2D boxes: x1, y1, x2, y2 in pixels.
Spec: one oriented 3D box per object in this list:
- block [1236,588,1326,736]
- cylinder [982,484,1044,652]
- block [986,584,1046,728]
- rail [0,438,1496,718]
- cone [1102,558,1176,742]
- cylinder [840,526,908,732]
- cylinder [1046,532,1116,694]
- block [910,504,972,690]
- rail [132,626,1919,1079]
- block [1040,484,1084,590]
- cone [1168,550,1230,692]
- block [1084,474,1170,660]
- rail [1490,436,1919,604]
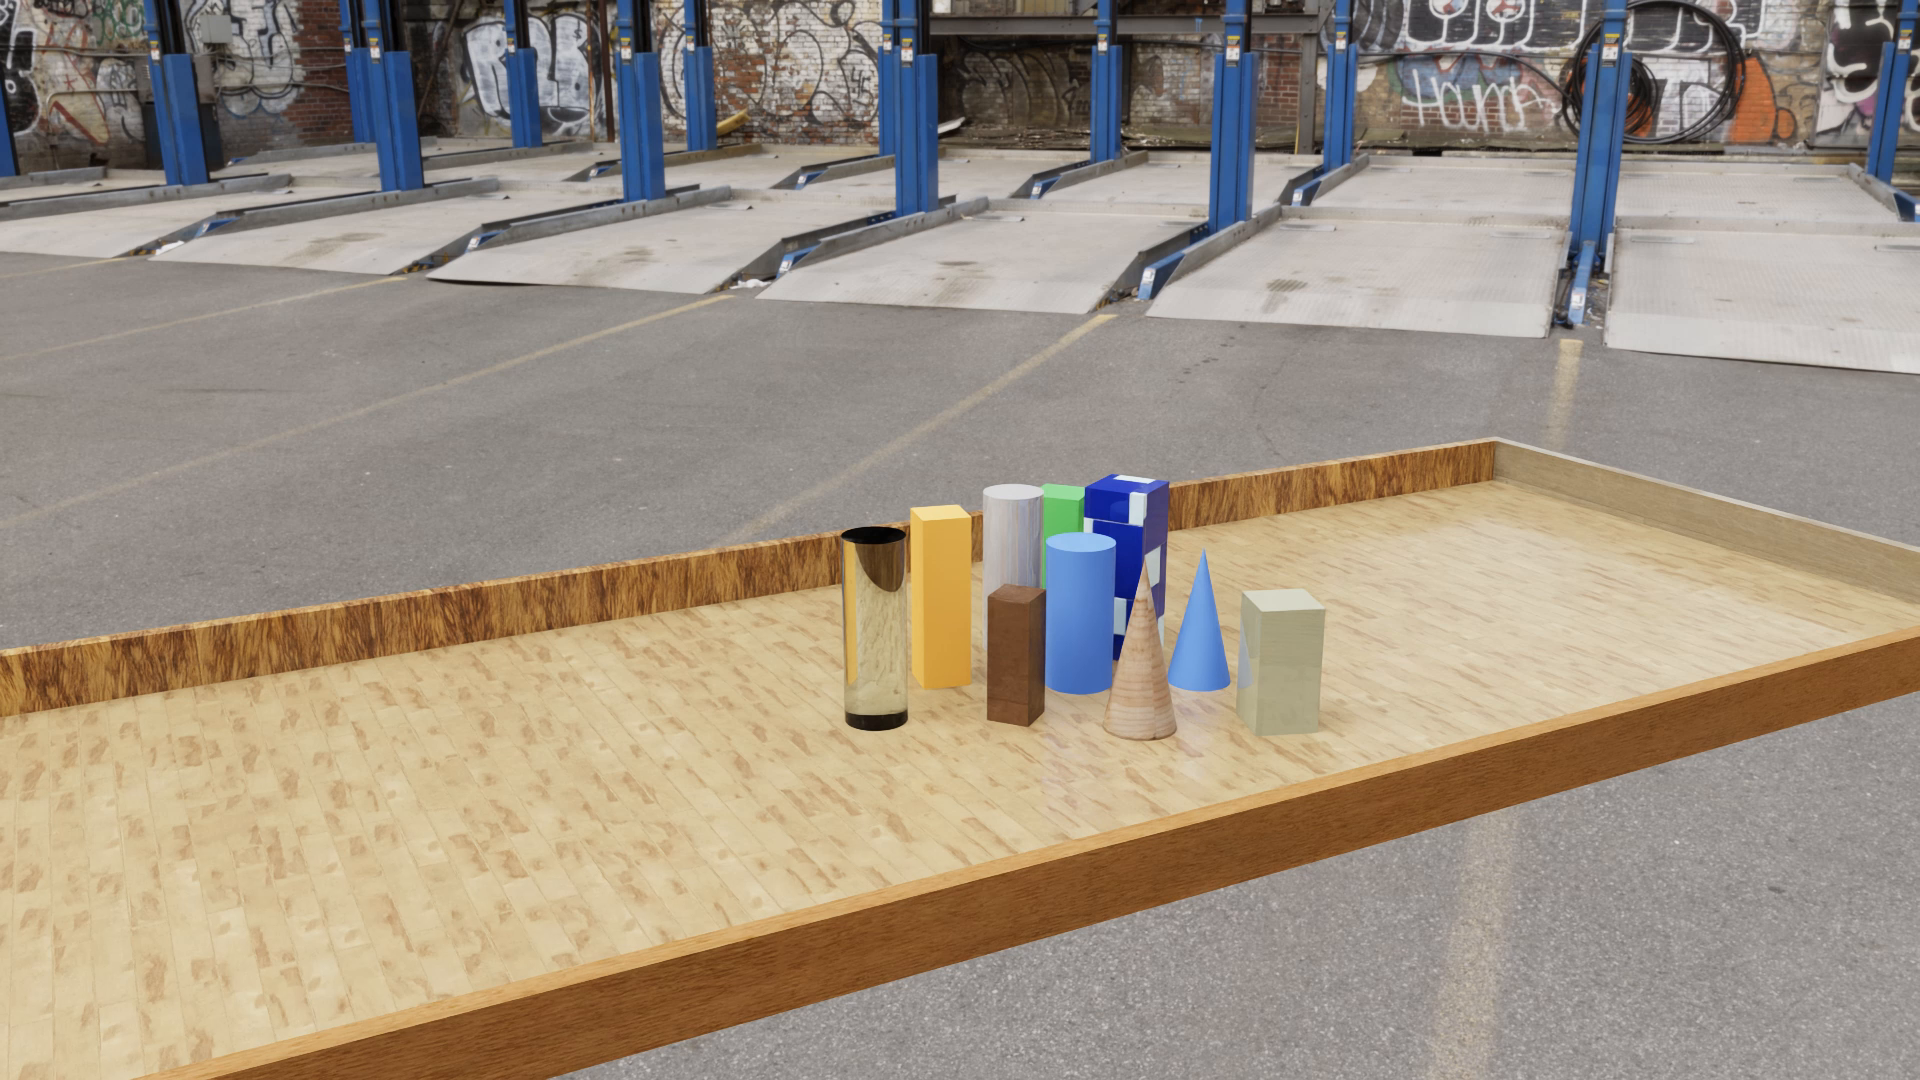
[{"bbox_3d":[0.746,0.284,3.849,0.150,0.304,0.150,-2,17,-8],"label":"block"},{"bbox_3d":[0.139,0.078,4.334,0.159,0.425,0.159,0,16,0],"label":"cylinder"},{"bbox_3d":[0.133,0.271,3.885,0.105,0.309,0.105,7,18,24],"label":"block"},{"bbox_3d":[-3.305,0.497,3.399,12.000,0.150,0.050,-9,18,-27],"label":"rail"},{"bbox_3d":[0.421,0.239,3.808,0.175,0.414,0.175,0,16,0],"label":"cone"},{"bbox_3d":[-0.198,0.206,3.848,0.150,0.453,0.150,0,16,0],"label":"cylinder"},{"bbox_3d":[0.296,0.181,4.091,0.172,0.366,0.172,0,16,0],"label":"cylinder"},{"bbox_3d":[-0.047,0.142,4.101,0.121,0.435,0.121,-5,17,-15],"label":"block"},{"bbox_3d":[-2.336,1.006,1.665,12.000,0.150,0.050,-9,18,-27],"label":"rail"},{"bbox_3d":[0.283,0.034,4.621,0.143,0.349,0.143,6,18,21],"label":"block"},{"bbox_3d":[0.601,0.184,4.107,0.161,0.351,0.161,0,16,0],"label":"cone"},{"bbox_3d":[0.430,0.074,4.303,0.164,0.451,0.164,9,19,28],"label":"block"},{"bbox_3d":[2.466,-0.048,5.253,0.050,0.150,2.100,-9,18,-27],"label":"rail"}]
